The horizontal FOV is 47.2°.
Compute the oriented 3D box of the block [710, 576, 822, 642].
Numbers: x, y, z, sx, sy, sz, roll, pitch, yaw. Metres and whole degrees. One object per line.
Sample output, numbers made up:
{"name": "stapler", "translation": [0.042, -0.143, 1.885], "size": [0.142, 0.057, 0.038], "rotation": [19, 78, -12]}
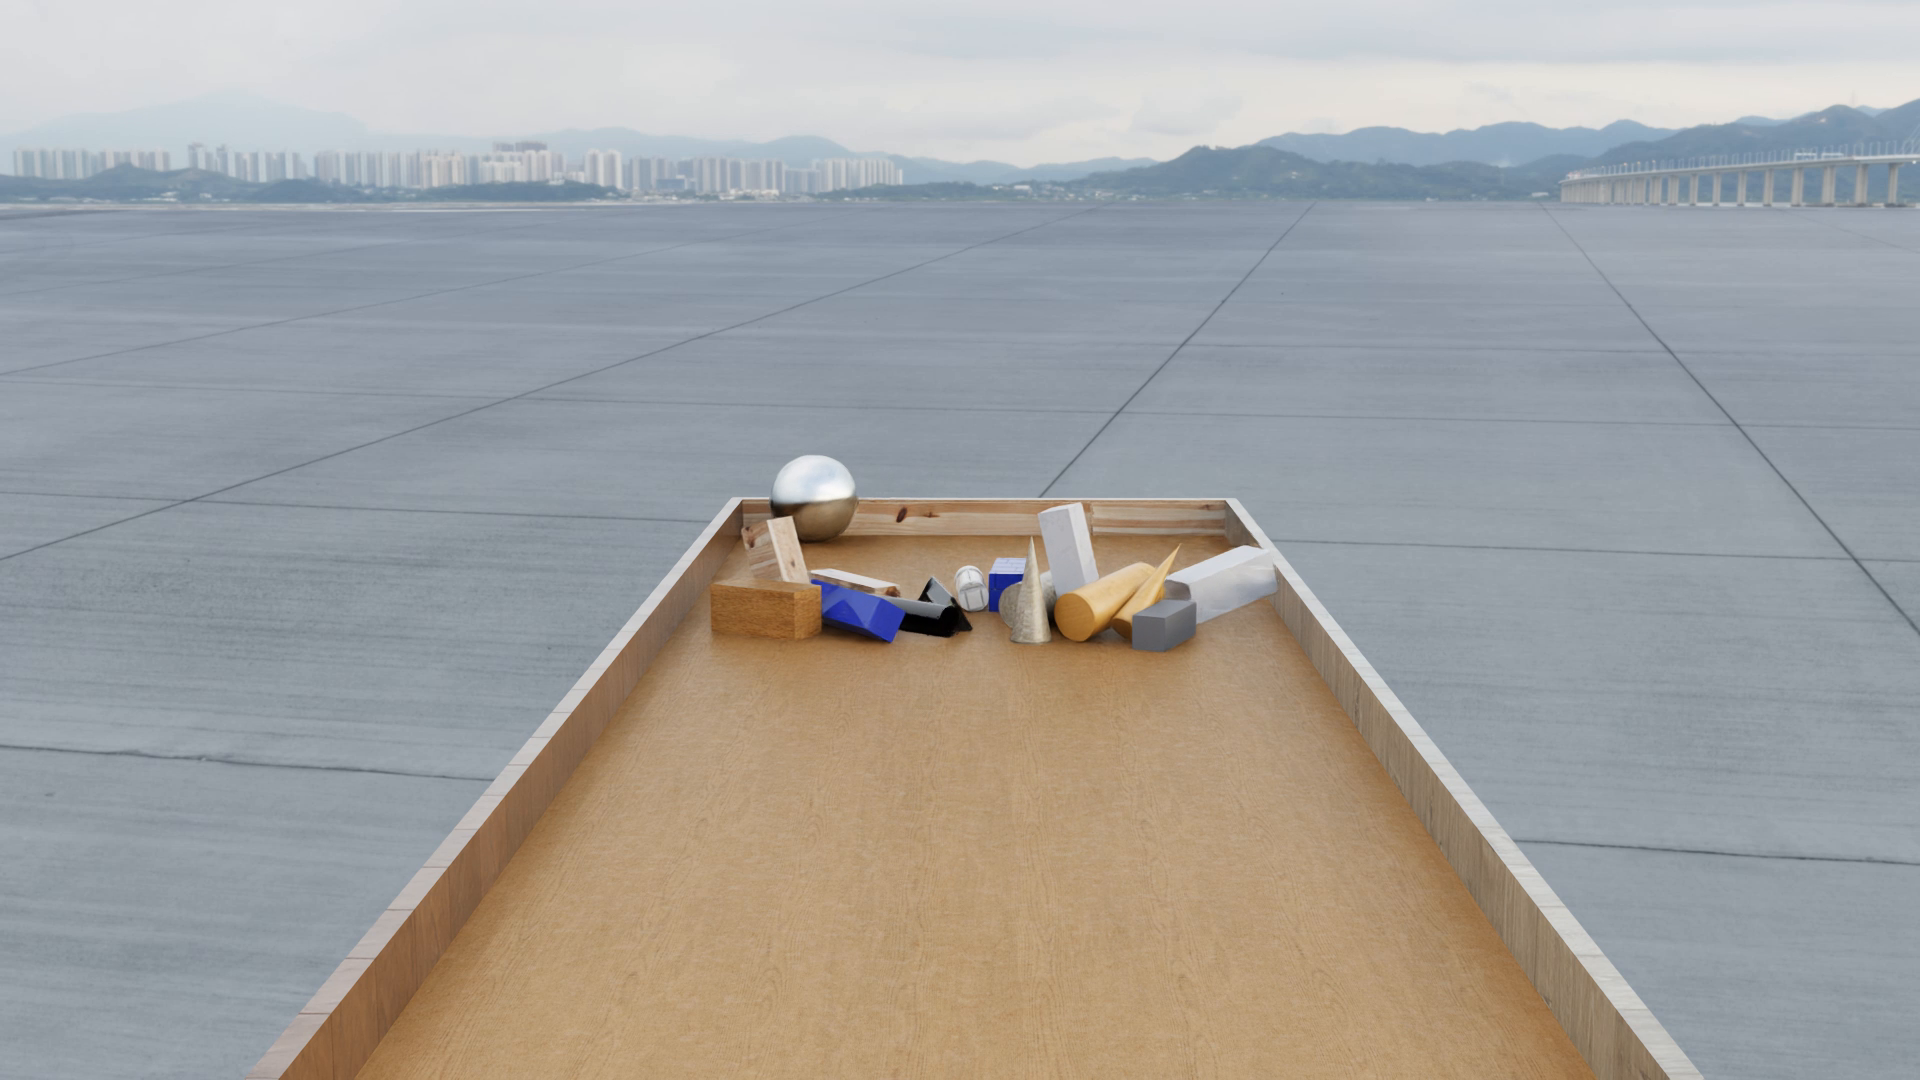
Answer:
{"name": "block", "translation": [-0.628, 0.221, 7.117], "size": [0.327, 0.156, 0.156], "rotation": [5, 10, 29]}

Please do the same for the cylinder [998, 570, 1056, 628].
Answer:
{"name": "cylinder", "translation": [0.275, 0.193, 7.292], "size": [0.156, 0.156, 0.356], "rotation": [4, 10, 26]}

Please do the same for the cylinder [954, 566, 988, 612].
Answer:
{"name": "cylinder", "translation": [0.039, 0.168, 7.621], "size": [0.104, 0.104, 0.329], "rotation": [0, 9, -2]}

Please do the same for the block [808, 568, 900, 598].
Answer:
{"name": "block", "translation": [-0.368, 0.180, 7.548], "size": [0.101, 0.101, 0.417], "rotation": [-7, 11, -37]}

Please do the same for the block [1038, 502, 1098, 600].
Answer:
{"name": "block", "translation": [0.369, 0.081, 7.212], "size": [0.112, 0.382, 0.112], "rotation": [-10, 7, 27]}

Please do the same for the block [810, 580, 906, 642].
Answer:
{"name": "block", "translation": [-0.351, 0.227, 7.099], "size": [0.109, 0.109, 0.413], "rotation": [31, -11, -35]}

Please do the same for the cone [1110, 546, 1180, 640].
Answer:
{"name": "cone", "translation": [0.620, 0.147, 7.059], "size": [0.104, 0.104, 0.381], "rotation": [8, 51, 41]}

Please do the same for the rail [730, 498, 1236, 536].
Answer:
{"name": "rail", "translation": [0.099, -0.098, 9.147], "size": [2.100, 0.150, 0.050], "rotation": [0, 9, 1]}

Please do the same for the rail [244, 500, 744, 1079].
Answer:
{"name": "rail", "translation": [-1.004, 0.839, 3.234], "size": [0.050, 0.150, 12.000], "rotation": [0, 9, 1]}

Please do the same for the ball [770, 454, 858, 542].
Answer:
{"name": "ball", "translation": [-0.591, -0.169, 8.935], "size": [0.358, 0.358, 0.358], "rotation": [0, 9, 0]}

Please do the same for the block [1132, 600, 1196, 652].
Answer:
{"name": "block", "translation": [0.648, 0.270, 6.962], "size": [0.108, 0.108, 0.301], "rotation": [4, 10, 24]}

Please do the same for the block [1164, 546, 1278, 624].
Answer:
{"name": "block", "translation": [0.872, 0.149, 7.362], "size": [0.351, 0.144, 0.144], "rotation": [-20, 18, -28]}

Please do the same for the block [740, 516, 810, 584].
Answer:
{"name": "block", "translation": [-0.601, 0.097, 7.295], "size": [0.124, 0.322, 0.124], "rotation": [-18, -4, 38]}

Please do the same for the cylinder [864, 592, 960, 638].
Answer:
{"name": "cylinder", "translation": [-0.181, 0.243, 7.148], "size": [0.380, 0.103, 0.103], "rotation": [7, 12, 39]}

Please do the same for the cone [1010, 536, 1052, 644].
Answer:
{"name": "cone", "translation": [0.226, 0.150, 6.963], "size": [0.135, 0.344, 0.135], "rotation": [0, 9, 0]}

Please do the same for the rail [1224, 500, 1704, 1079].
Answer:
{"name": "rail", "translation": [1.046, 0.843, 3.208], "size": [0.050, 0.150, 12.000], "rotation": [0, 9, 1]}

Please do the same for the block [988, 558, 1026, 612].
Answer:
{"name": "block", "translation": [0.180, 0.154, 7.620], "size": [0.131, 0.131, 0.327], "rotation": [1, 9, 6]}

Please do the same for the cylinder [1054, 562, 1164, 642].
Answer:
{"name": "cylinder", "translation": [0.483, 0.198, 7.100], "size": [0.160, 0.160, 0.384], "rotation": [7, 19, 39]}

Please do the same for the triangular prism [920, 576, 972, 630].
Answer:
{"name": "triangular prism", "translation": [-0.059, 0.208, 7.323], "size": [0.128, 0.111, 0.395], "rotation": [-2, 9, -10]}
